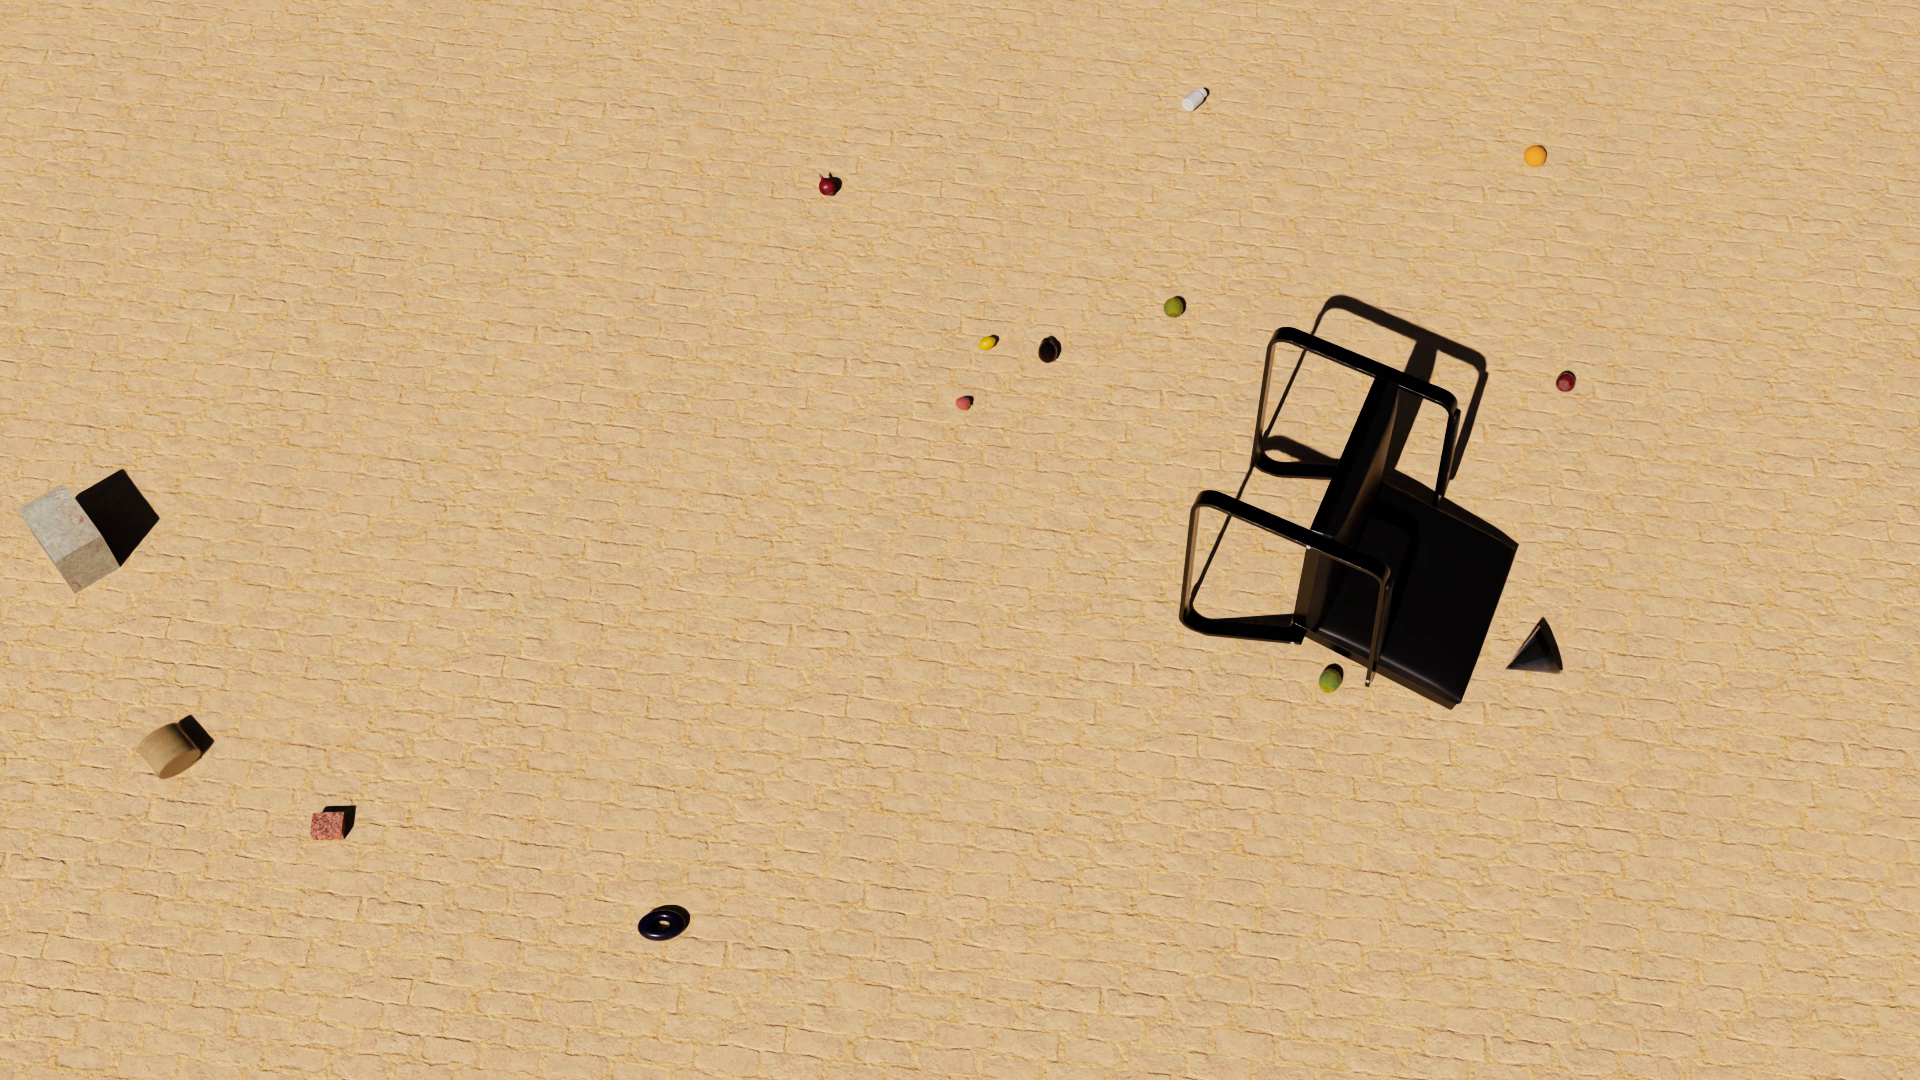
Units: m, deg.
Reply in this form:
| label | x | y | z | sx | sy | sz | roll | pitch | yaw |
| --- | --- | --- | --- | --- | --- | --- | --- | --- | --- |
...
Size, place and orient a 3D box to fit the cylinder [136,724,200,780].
| label | x | y | z | sx | sy | sz | roll | pitch | yaw |
| --- | --- | --- | --- | --- | --- | --- | --- | --- | --- |
| cylinder | -2.206 | 0.588 | 6.132 | 0.131 | 0.077 | 0.114 | -35 | 63 | -28 |

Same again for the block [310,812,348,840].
| label | x | y | z | sx | sy | sz | roll | pitch | yaw |
| --- | --- | --- | --- | --- | --- | --- | --- | --- | --- |
| block | -1.729 | 0.784 | 6.024 | 0.085 | 0.040 | 0.064 | -2 | 56 | -1 |

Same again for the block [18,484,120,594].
| label | x | y | z | sx | sy | sz | roll | pitch | yaw |
| --- | --- | --- | --- | --- | --- | --- | --- | --- | --- |
| block | -2.622 | -0.005 | 6.474 | 0.148 | 0.171 | 0.240 | -34 | 63 | -21 |

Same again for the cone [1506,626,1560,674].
| label | x | y | z | sx | sy | sz | roll | pitch | yaw |
| --- | --- | --- | --- | --- | --- | --- | --- | --- | --- |
| cone | 1.629 | 0.343 | 6.310 | 0.137 | 0.122 | 0.161 | -25 | 50 | 13 |

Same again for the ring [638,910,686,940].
| label | x | y | z | sx | sy | sz | roll | pitch | yaw |
| --- | --- | --- | --- | --- | --- | --- | --- | --- | --- |
| ring | -0.796 | 1.028 | 5.864 | 0.128 | 0.034 | 0.087 | -5 | 55 | -2 |
